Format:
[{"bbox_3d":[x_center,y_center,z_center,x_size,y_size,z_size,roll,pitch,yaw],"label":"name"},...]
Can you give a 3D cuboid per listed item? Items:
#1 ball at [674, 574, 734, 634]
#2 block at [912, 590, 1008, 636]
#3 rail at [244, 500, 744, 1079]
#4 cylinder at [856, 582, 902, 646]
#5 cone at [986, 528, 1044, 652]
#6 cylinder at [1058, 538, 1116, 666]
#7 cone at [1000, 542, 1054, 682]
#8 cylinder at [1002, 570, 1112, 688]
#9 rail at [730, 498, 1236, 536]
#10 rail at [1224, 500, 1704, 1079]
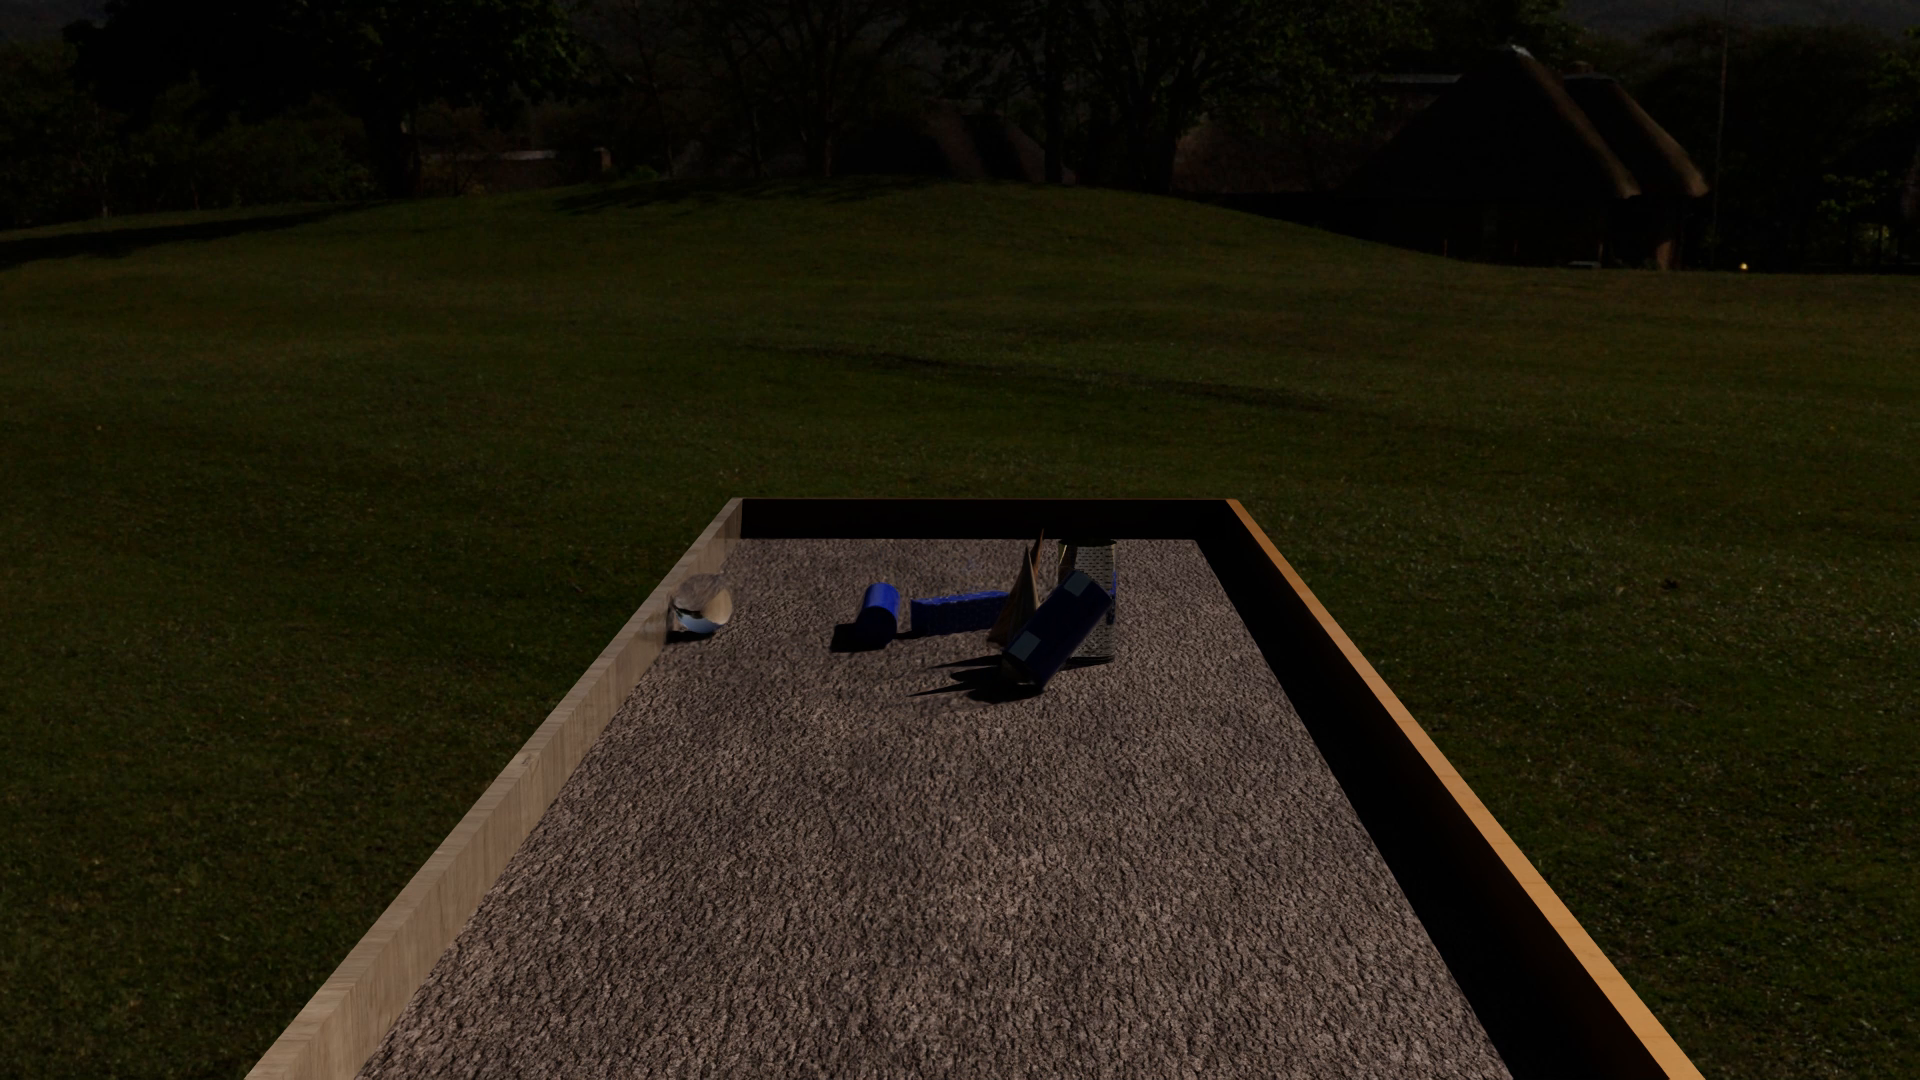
[{"bbox_3d":[-0.827,0.207,7.095,0.190,0.190,0.190,0,9,0],"label":"ball"},{"bbox_3d":[0.012,0.238,7.187,0.339,0.101,0.101,-6,11,-33],"label":"block"},{"bbox_3d":[-1.004,0.839,3.234,0.050,0.150,12.000,0,9,1],"label":"rail"},{"bbox_3d":[-0.262,0.238,7.092,0.130,0.130,0.422,0,9,0],"label":"cylinder"},{"bbox_3d":[0.200,0.143,6.759,0.132,0.408,0.132,17,-13,4],"label":"cone"},{"bbox_3d":[0.386,0.185,6.689,0.177,0.361,0.177,0,9,0],"label":"cylinder"},{"bbox_3d":[0.196,0.202,6.447,0.160,0.402,0.160,0,9,0],"label":"cone"},{"bbox_3d":[0.280,0.256,6.346,0.312,0.158,0.158,-49,27,-14],"label":"cylinder"},{"bbox_3d":[0.099,-0.098,9.147,2.100,0.150,0.050,0,9,1],"label":"rail"},{"bbox_3d":[1.046,0.843,3.208,0.050,0.150,12.000,0,9,1],"label":"rail"}]
